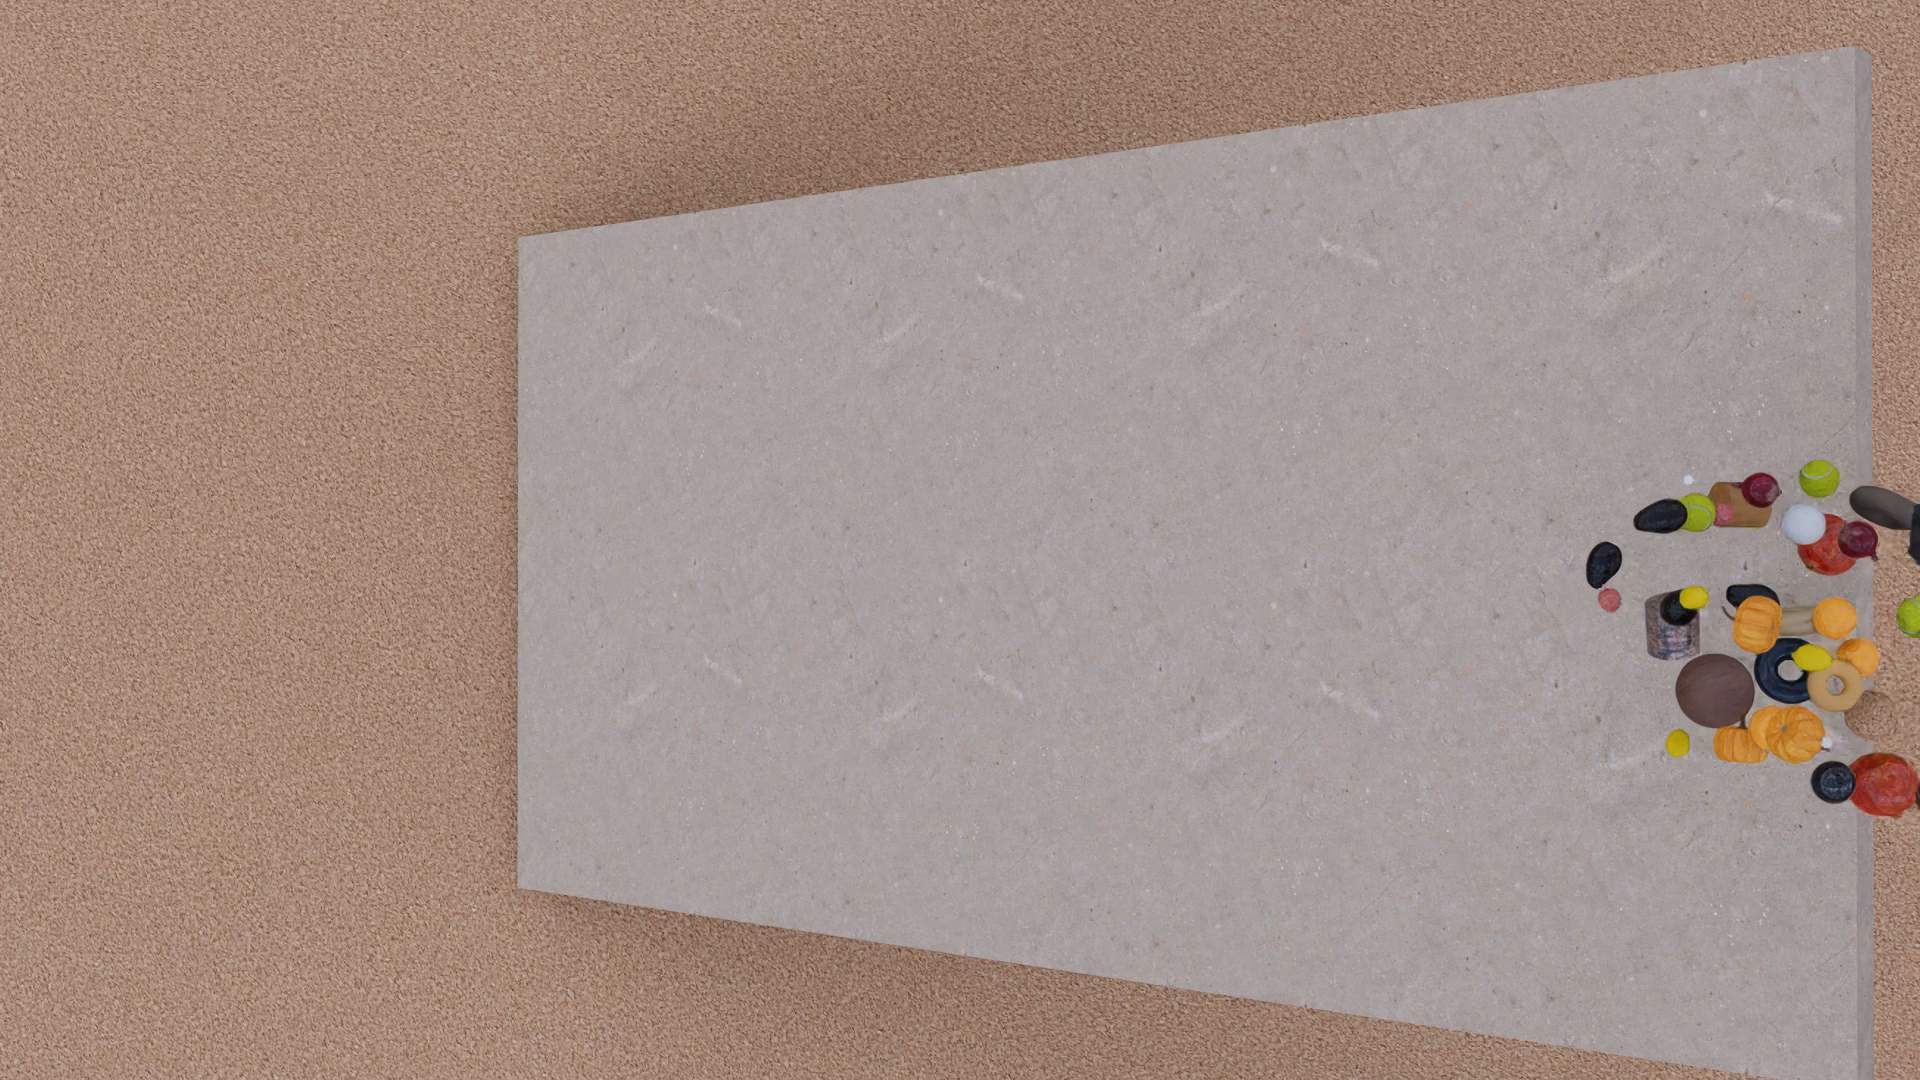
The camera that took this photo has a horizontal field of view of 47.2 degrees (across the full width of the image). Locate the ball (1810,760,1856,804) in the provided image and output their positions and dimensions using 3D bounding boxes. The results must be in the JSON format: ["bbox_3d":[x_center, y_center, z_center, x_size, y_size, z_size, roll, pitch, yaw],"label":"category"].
[{"bbox_3d":[1.220,0.338,3.070,0.060,0.060,0.060,0,90,0],"label":"ball"}]

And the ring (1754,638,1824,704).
[{"bbox_3d":[1.573,0.247,4.167,0.131,0.044,0.131,-5,68,13],"label":"ring"}]

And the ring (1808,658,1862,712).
[{"bbox_3d":[1.514,0.252,3.807,0.094,0.031,0.094,0,83,3],"label":"ring"}]

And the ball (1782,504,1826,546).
[{"bbox_3d":[1.221,-0.022,3.180,0.060,0.060,0.060,0,90,0],"label":"ball"}]

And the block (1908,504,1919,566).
[{"bbox_3d":[1.236,0.001,2.703,0.090,0.090,0.090,-21,46,-1],"label":"block"}]

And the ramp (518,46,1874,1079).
[{"bbox_3d":[0.209,0.061,5.524,4.000,0.100,2.000,0,90,40],"label":"ramp"}]

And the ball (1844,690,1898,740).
[{"bbox_3d":[1.622,0.312,3.917,0.088,0.088,0.088,0,90,0],"label":"ball"}]

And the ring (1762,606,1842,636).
[{"bbox_3d":[1.488,0.142,3.890,0.134,0.134,0.045,-6,90,0],"label":"ring"}]

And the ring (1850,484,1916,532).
[{"bbox_3d":[1.618,-0.056,3.847,0.121,0.121,0.040,33,76,0],"label":"ring"}]
